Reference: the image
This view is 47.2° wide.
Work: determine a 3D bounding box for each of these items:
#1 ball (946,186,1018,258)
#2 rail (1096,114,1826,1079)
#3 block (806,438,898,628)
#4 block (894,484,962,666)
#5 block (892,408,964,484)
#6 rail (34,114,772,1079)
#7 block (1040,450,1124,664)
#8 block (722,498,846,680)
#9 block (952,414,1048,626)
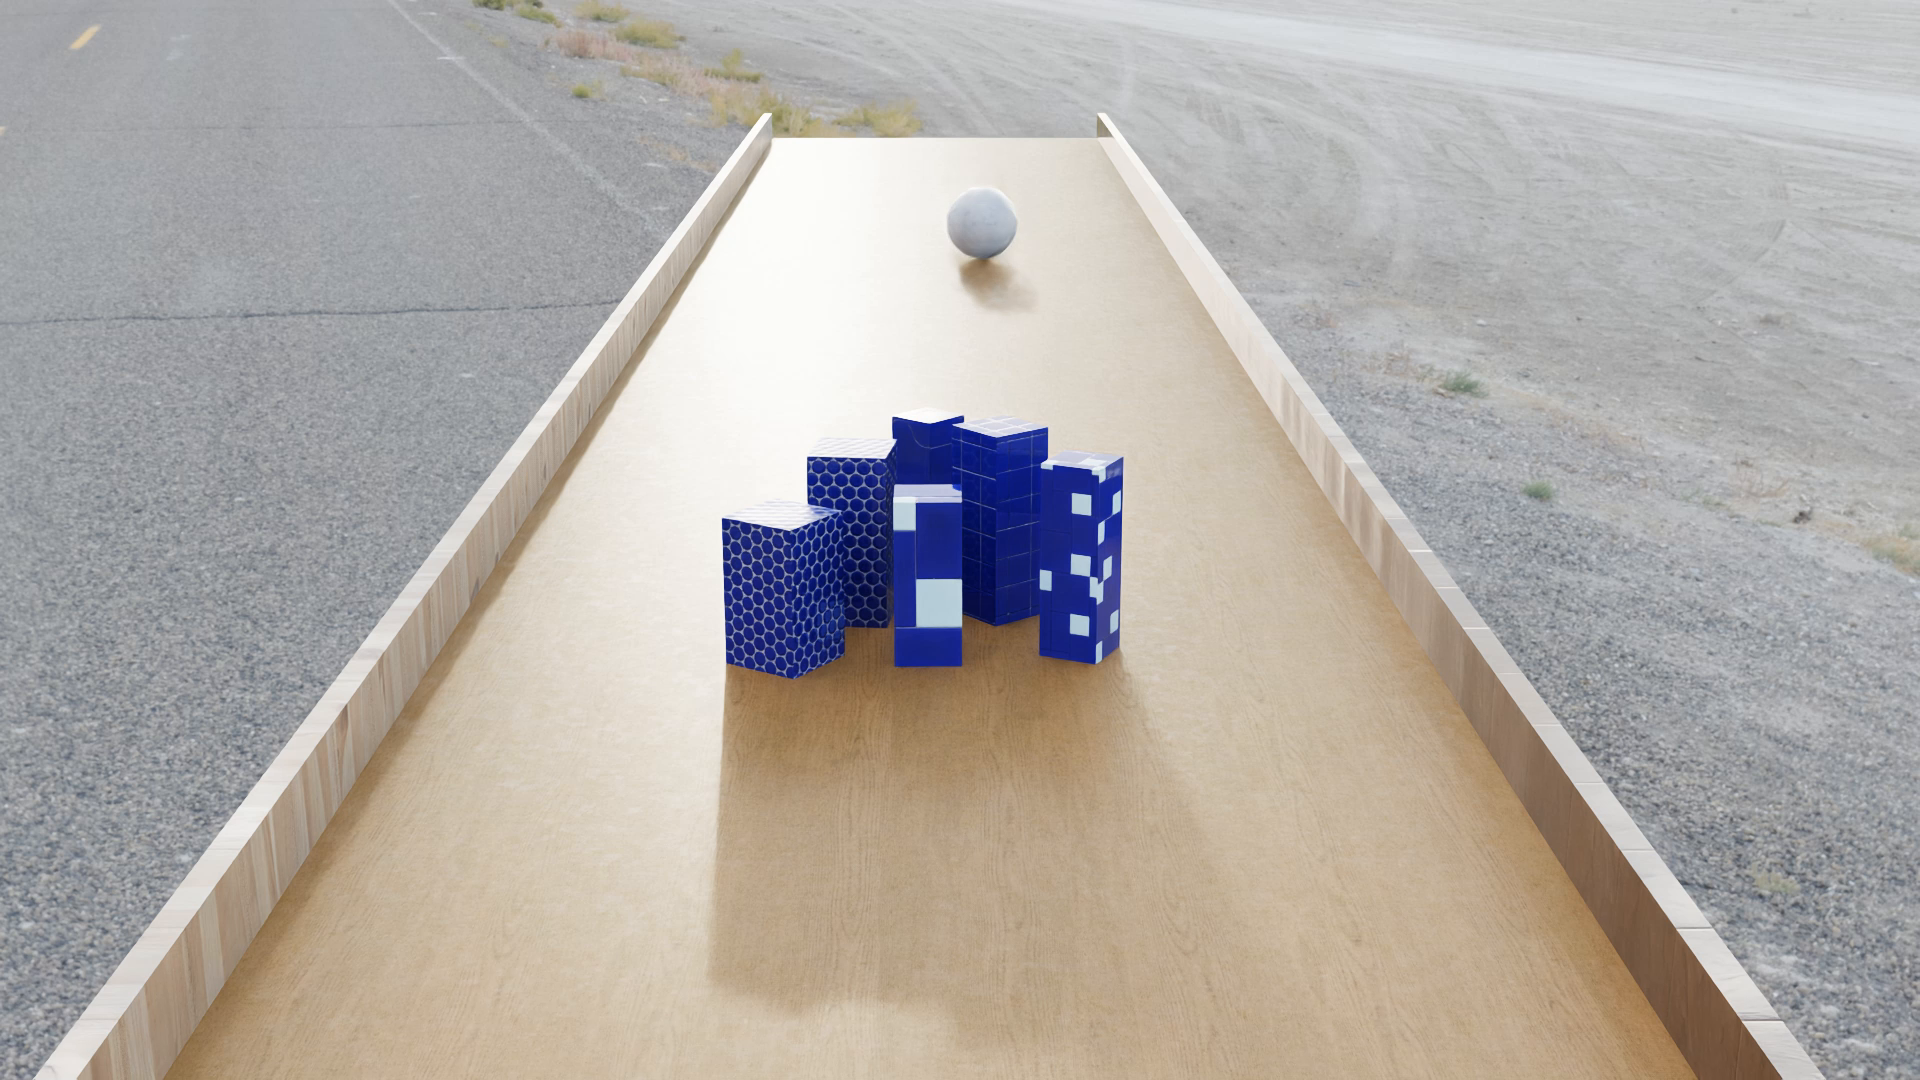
[{"bbox_3d":[0.091,-1.319,9.138,0.298,0.298,0.298,0,17,0],"label":"ball"},{"bbox_3d":[0.932,-0.844,7.801,0.050,0.150,12.000,0,17,-1],"label":"rail"},{"bbox_3d":[-0.224,-0.017,4.640,0.164,0.367,0.164,2,17,7],"label":"block"},{"bbox_3d":[-0.064,0.070,4.396,0.134,0.339,0.134,0,17,-1],"label":"block"},{"bbox_3d":[-0.070,-0.094,4.884,0.113,0.376,0.113,14,22,39],"label":"block"},{"bbox_3d":[-1.118,-0.838,7.780,0.050,0.150,12.000,0,17,-1],"label":"rail"},{"bbox_3d":[0.243,0.033,4.413,0.124,0.401,0.124,8,18,25],"label":"block"},{"bbox_3d":[-0.350,0.094,4.378,0.170,0.303,0.170,11,20,32],"label":"block"},{"bbox_3d":[0.084,-0.043,4.654,0.143,0.408,0.143,-13,21,-38],"label":"block"}]
